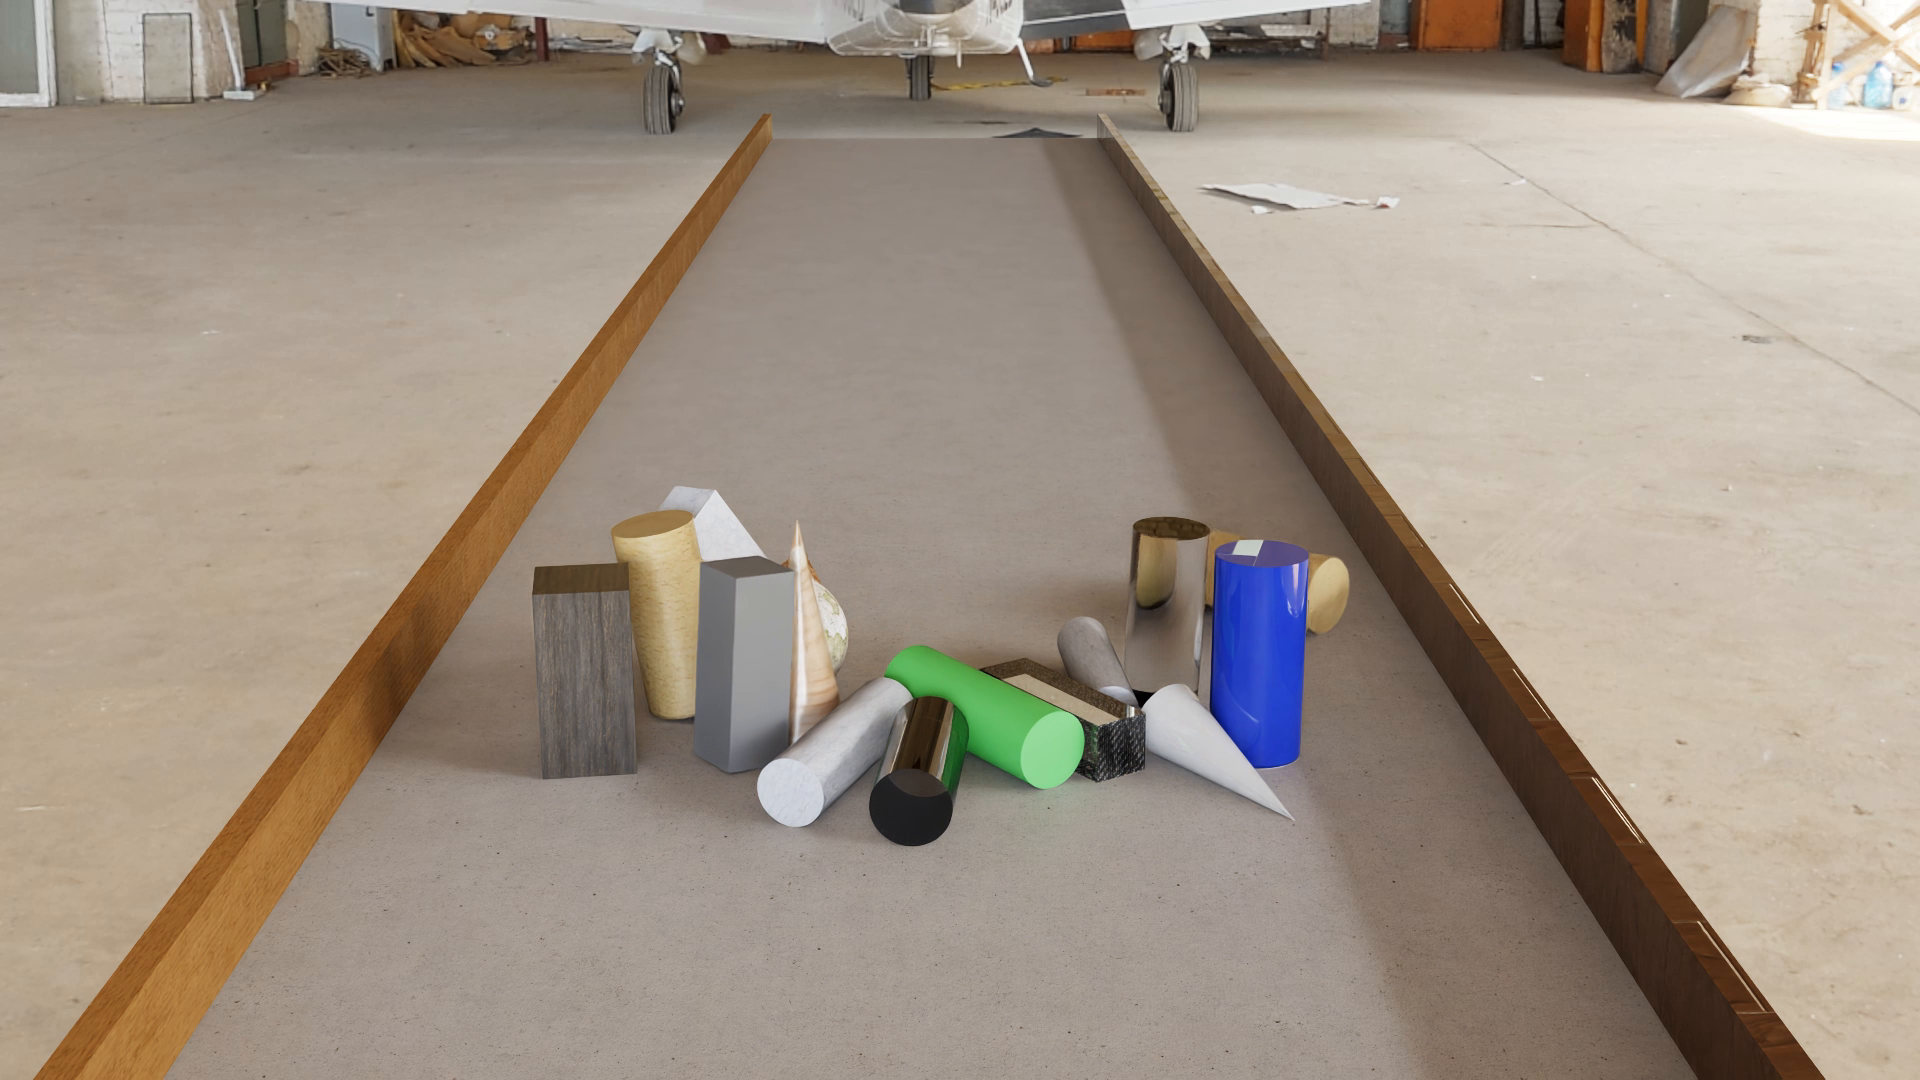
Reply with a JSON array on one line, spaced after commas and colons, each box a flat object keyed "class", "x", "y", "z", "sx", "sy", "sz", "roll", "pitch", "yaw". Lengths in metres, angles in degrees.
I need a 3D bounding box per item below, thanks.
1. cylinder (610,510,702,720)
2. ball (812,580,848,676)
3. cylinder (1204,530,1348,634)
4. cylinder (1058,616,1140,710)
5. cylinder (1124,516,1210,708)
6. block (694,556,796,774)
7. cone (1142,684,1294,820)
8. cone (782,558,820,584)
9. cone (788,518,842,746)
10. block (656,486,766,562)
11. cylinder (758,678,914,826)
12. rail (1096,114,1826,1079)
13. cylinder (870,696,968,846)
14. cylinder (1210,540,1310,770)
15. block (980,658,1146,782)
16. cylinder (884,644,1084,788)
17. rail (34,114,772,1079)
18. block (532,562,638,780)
[{"class": "cylinder", "x": -0.539, "y": 0.139, "z": 4.098, "sx": 0.154, "sy": 0.359, "sz": 0.154, "roll": -8, "pitch": 18, "yaw": 3}, {"class": "ball", "x": -0.335, "y": 0.185, "z": 4.173, "sx": 0.246, "sy": 0.246, "sz": 0.246, "roll": 0, "pitch": 17, "yaw": 0}, {"class": "cylinder", "x": 0.598, "y": 0.074, "z": 4.696, "sx": 0.444, "sy": 0.160, "sz": 0.160, "roll": 15, "pitch": 22, "yaw": 40}, {"class": "cylinder", "x": 0.260, "y": 0.257, "z": 4.186, "sx": 0.102, "sy": 0.102, "sz": 0.400, "roll": -1, "pitch": 16, "yaw": -4}, {"class": "cylinder", "x": 0.389, "y": 0.139, "z": 4.156, "sx": 0.145, "sy": 0.338, "sz": 0.145, "roll": 2, "pitch": 18, "yaw": -1}, {"class": "block", "x": -0.380, "y": 0.216, "z": 3.868, "sx": 0.120, "sy": 0.351, "sz": 0.120, "roll": -7, "pitch": 17, "yaw": -37}, {"class": "cone", "x": 0.464, "y": 0.392, "z": 3.790, "sx": 0.136, "sy": 0.136, "sz": 0.363, "roll": -10, "pitch": 30, "yaw": -31}, {"class": "cone", "x": -0.444, "y": 0.160, "z": 4.543, "sx": 0.311, "sy": 0.171, "sz": 0.171, "roll": -23, "pitch": 23, "yaw": -17}, {"class": "cone", "x": -0.288, "y": 0.159, "z": 3.957, "sx": 0.166, "sy": 0.410, "sz": 0.166, "roll": -1, "pitch": 14, "yaw": 0}, {"class": "block", "x": -0.447, "y": 0.072, "z": 4.298, "sx": 0.114, "sy": 0.390, "sz": 0.114, "roll": 7, "pitch": 53, "yaw": 41}, {"class": "cylinder", "x": -0.207, "y": 0.361, "z": 3.803, "sx": 0.120, "sy": 0.120, "sz": 0.413, "roll": 6, "pitch": 18, "yaw": 20}, {"class": "rail", "x": 0.932, "y": -0.844, "z": 7.801, "sx": 0.050, "sy": 0.150, "sz": 12.000, "roll": 0, "pitch": 17, "yaw": -1}, {"class": "cylinder", "x": -0.065, "y": 0.384, "z": 3.698, "sx": 0.136, "sy": 0.136, "sz": 0.331, "roll": 1, "pitch": 17, "yaw": 5}, {"class": "cylinder", "x": 0.528, "y": 0.202, "z": 3.895, "sx": 0.164, "sy": 0.372, "sz": 0.164, "roll": 0, "pitch": 17, "yaw": 0}, {"class": "block", "x": 0.180, "y": 0.321, "z": 3.963, "sx": 0.106, "sy": 0.106, "sz": 0.351, "roll": -11, "pitch": 20, "yaw": -33}, {"class": "cylinder", "x": 0.036, "y": 0.311, "z": 3.936, "sx": 0.139, "sy": 0.139, "sz": 0.423, "roll": -12, "pitch": 20, "yaw": -34}, {"class": "rail", "x": -1.118, "y": -0.838, "z": 7.780, "sx": 0.050, "sy": 0.150, "sz": 12.000, "roll": 0, "pitch": 17, "yaw": -1}, {"class": "block", "x": -0.658, "y": 0.228, "z": 3.867, "sx": 0.163, "sy": 0.337, "sz": 0.163, "roll": -3, "pitch": 17, "yaw": -8}]
